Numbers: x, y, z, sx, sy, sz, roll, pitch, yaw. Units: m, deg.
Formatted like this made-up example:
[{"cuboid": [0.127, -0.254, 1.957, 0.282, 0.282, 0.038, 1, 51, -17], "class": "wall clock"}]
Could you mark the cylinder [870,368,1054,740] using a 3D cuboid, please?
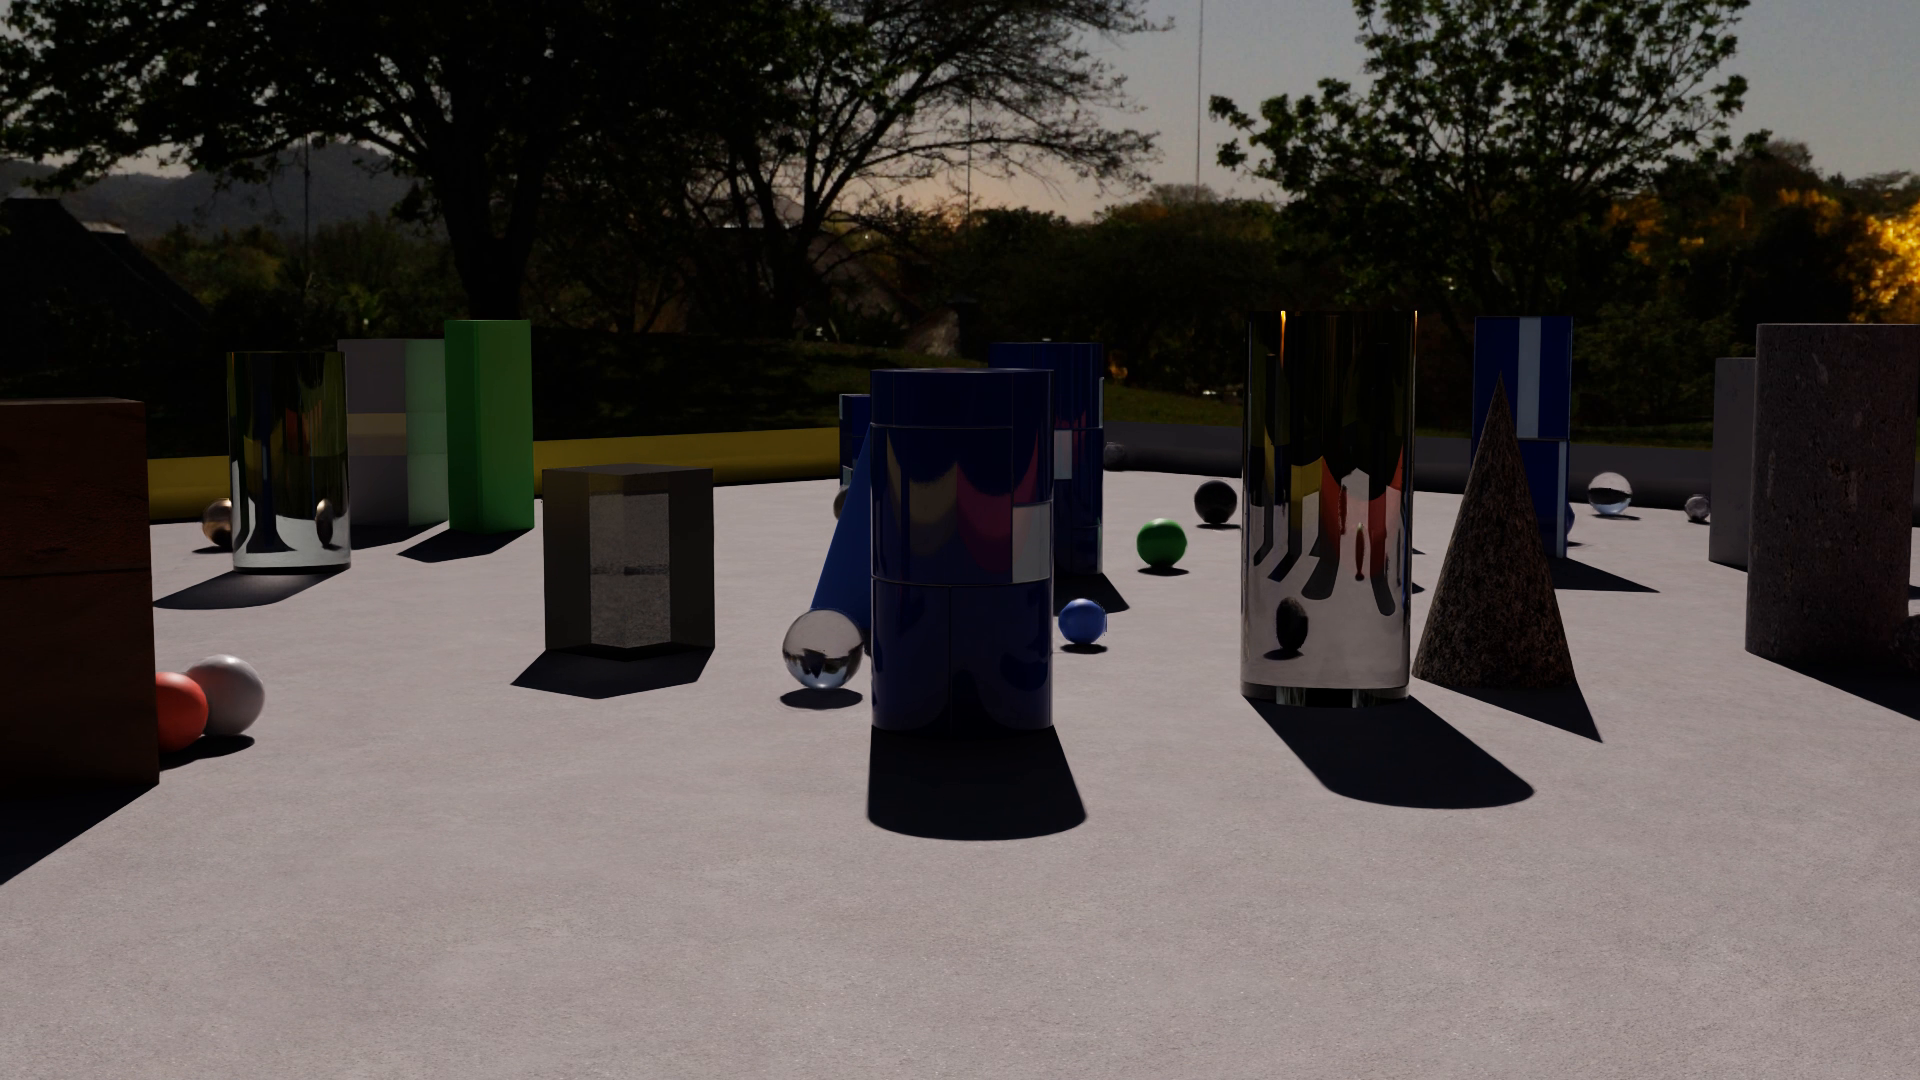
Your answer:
[{"cuboid": [0.003, 0.009, 2.358, 0.196, 0.381, 0.196, 0, 6, 0], "class": "cylinder"}]

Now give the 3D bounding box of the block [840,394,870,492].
[{"cuboid": [-0.164, -0.173, 4.647, 0.157, 0.265, 0.157, -1, 6, -13], "class": "block"}]

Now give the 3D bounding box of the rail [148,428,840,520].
[{"cuboid": [-1.448, -0.130, 4.892, 4.684, 0.127, 0.045, -5, 8, -42], "class": "rail"}]

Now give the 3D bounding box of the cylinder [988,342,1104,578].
[{"cuboid": [0.145, -0.139, 3.731, 0.196, 0.389, 0.196, 0, 6, 0], "class": "cylinder"}]

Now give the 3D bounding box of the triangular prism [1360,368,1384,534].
[{"cuboid": [0.756, -0.185, 4.452, 0.170, 0.330, 0.147, 0, 6, 0], "class": "triangular prism"}]

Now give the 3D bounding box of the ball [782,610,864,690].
[{"cuboid": [-0.160, 0.129, 2.579, 0.096, 0.096, 0.096, 0, 6, 0], "class": "ball"}]

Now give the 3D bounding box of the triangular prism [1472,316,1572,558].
[{"cuboid": [1.032, -0.194, 4.040, 0.170, 0.434, 0.147, 2, 6, 16], "class": "triangular prism"}]

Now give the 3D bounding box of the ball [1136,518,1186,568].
[{"cuboid": [0.348, 0.006, 3.802, 0.086, 0.086, 0.086, 0, 6, 0], "class": "ball"}]

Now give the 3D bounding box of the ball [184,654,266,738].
[{"cuboid": [-0.771, 0.163, 2.295, 0.087, 0.087, 0.087, 0, 6, 0], "class": "ball"}]

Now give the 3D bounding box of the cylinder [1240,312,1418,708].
[{"cuboid": [0.425, -0.042, 2.544, 0.196, 0.443, 0.196, 0, 6, 0], "class": "cylinder"}]

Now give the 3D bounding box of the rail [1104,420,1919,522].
[{"cuboid": [1.704, -0.130, 4.895, 0.045, 0.127, 4.317, -5, 8, -42], "class": "rail"}]

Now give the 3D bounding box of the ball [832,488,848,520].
[{"cuboid": [-0.217, -0.065, 4.486, 0.086, 0.086, 0.086, 0, 6, 0], "class": "ball"}]

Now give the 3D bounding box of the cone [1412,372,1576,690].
[{"cuboid": [0.651, -0.019, 2.665, 0.196, 0.373, 0.196, 0, 6, 0], "class": "cone"}]

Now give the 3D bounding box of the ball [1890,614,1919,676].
[{"cuboid": [1.171, 0.129, 2.674, 0.077, 0.077, 0.077, 0, 6, 0], "class": "ball"}]

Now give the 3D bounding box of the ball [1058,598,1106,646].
[{"cuboid": [0.162, 0.109, 2.930, 0.062, 0.062, 0.062, 0, 6, 0], "class": "ball"}]

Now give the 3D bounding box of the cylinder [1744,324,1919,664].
[{"cuboid": [1.126, -0.065, 2.843, 0.196, 0.426, 0.196, 0, 6, 0], "class": "cylinder"}]

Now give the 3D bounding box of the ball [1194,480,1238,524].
[{"cuboid": [0.532, -0.079, 4.581, 0.092, 0.092, 0.092, 0, 6, 0], "class": "ball"}]

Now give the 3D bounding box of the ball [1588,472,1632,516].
[{"cuboid": [1.414, -0.101, 4.787, 0.093, 0.093, 0.093, 0, 6, 0], "class": "ball"}]

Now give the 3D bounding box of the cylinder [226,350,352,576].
[{"cuboid": [-1.152, -0.136, 3.776, 0.196, 0.373, 0.196, 0, 6, 0], "class": "cylinder"}]

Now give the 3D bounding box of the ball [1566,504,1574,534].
[{"cuboid": [1.142, -0.042, 4.248, 0.088, 0.088, 0.088, 0, 6, 0], "class": "ball"}]

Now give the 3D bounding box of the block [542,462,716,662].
[{"cuboid": [-0.434, 0.025, 2.886, 0.157, 0.238, 0.157, 5, 8, 39], "class": "block"}]

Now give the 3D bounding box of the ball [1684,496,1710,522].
[{"cuboid": [1.559, -0.066, 4.646, 0.053, 0.053, 0.053, 0, 6, 0], "class": "ball"}]

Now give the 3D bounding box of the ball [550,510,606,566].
[{"cuboid": [-0.665, -0.003, 3.827, 0.098, 0.098, 0.098, 0, 6, 0], "class": "ball"}]

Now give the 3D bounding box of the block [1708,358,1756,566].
[{"cuboid": [1.435, -0.138, 3.854, 0.157, 0.360, 0.157, -3, 6, -23], "class": "block"}]

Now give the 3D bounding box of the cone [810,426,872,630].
[{"cuboid": [-0.123, -0.034, 3.151, 0.196, 0.300, 0.196, 0, 6, 0], "class": "cone"}]

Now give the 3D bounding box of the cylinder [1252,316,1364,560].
[{"cuboid": [0.632, -0.190, 4.000, 0.196, 0.434, 0.196, 0, 6, 0], "class": "cylinder"}]

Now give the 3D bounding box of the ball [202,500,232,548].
[{"cuboid": [-1.381, -0.032, 4.142, 0.090, 0.090, 0.090, 0, 6, 0], "class": "ball"}]

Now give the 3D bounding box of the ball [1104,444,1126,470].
[{"cuboid": [0.429, -0.235, 6.166, 0.072, 0.072, 0.072, 0, 6, 0], "class": "ball"}]

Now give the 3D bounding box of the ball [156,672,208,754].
[{"cuboid": [-0.800, 0.174, 2.216, 0.082, 0.082, 0.082, 0, 6, 0], "class": "ball"}]

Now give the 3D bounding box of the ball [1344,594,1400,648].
[{"cuboid": [0.544, 0.107, 2.908, 0.071, 0.071, 0.071, 0, 6, 0], "class": "ball"}]

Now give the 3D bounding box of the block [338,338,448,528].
[{"cuboid": [-1.185, -0.228, 4.603, 0.157, 0.384, 0.157, 2, 6, 18], "class": "block"}]

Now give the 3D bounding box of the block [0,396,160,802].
[{"cuboid": [-0.863, 0.049, 2.078, 0.157, 0.359, 0.157, -4, 7, -32], "class": "block"}]

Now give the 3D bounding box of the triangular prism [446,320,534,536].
[{"cuboid": [-0.935, -0.232, 4.451, 0.147, 0.424, 0.170, -4, 7, -33], "class": "triangular prism"}]
